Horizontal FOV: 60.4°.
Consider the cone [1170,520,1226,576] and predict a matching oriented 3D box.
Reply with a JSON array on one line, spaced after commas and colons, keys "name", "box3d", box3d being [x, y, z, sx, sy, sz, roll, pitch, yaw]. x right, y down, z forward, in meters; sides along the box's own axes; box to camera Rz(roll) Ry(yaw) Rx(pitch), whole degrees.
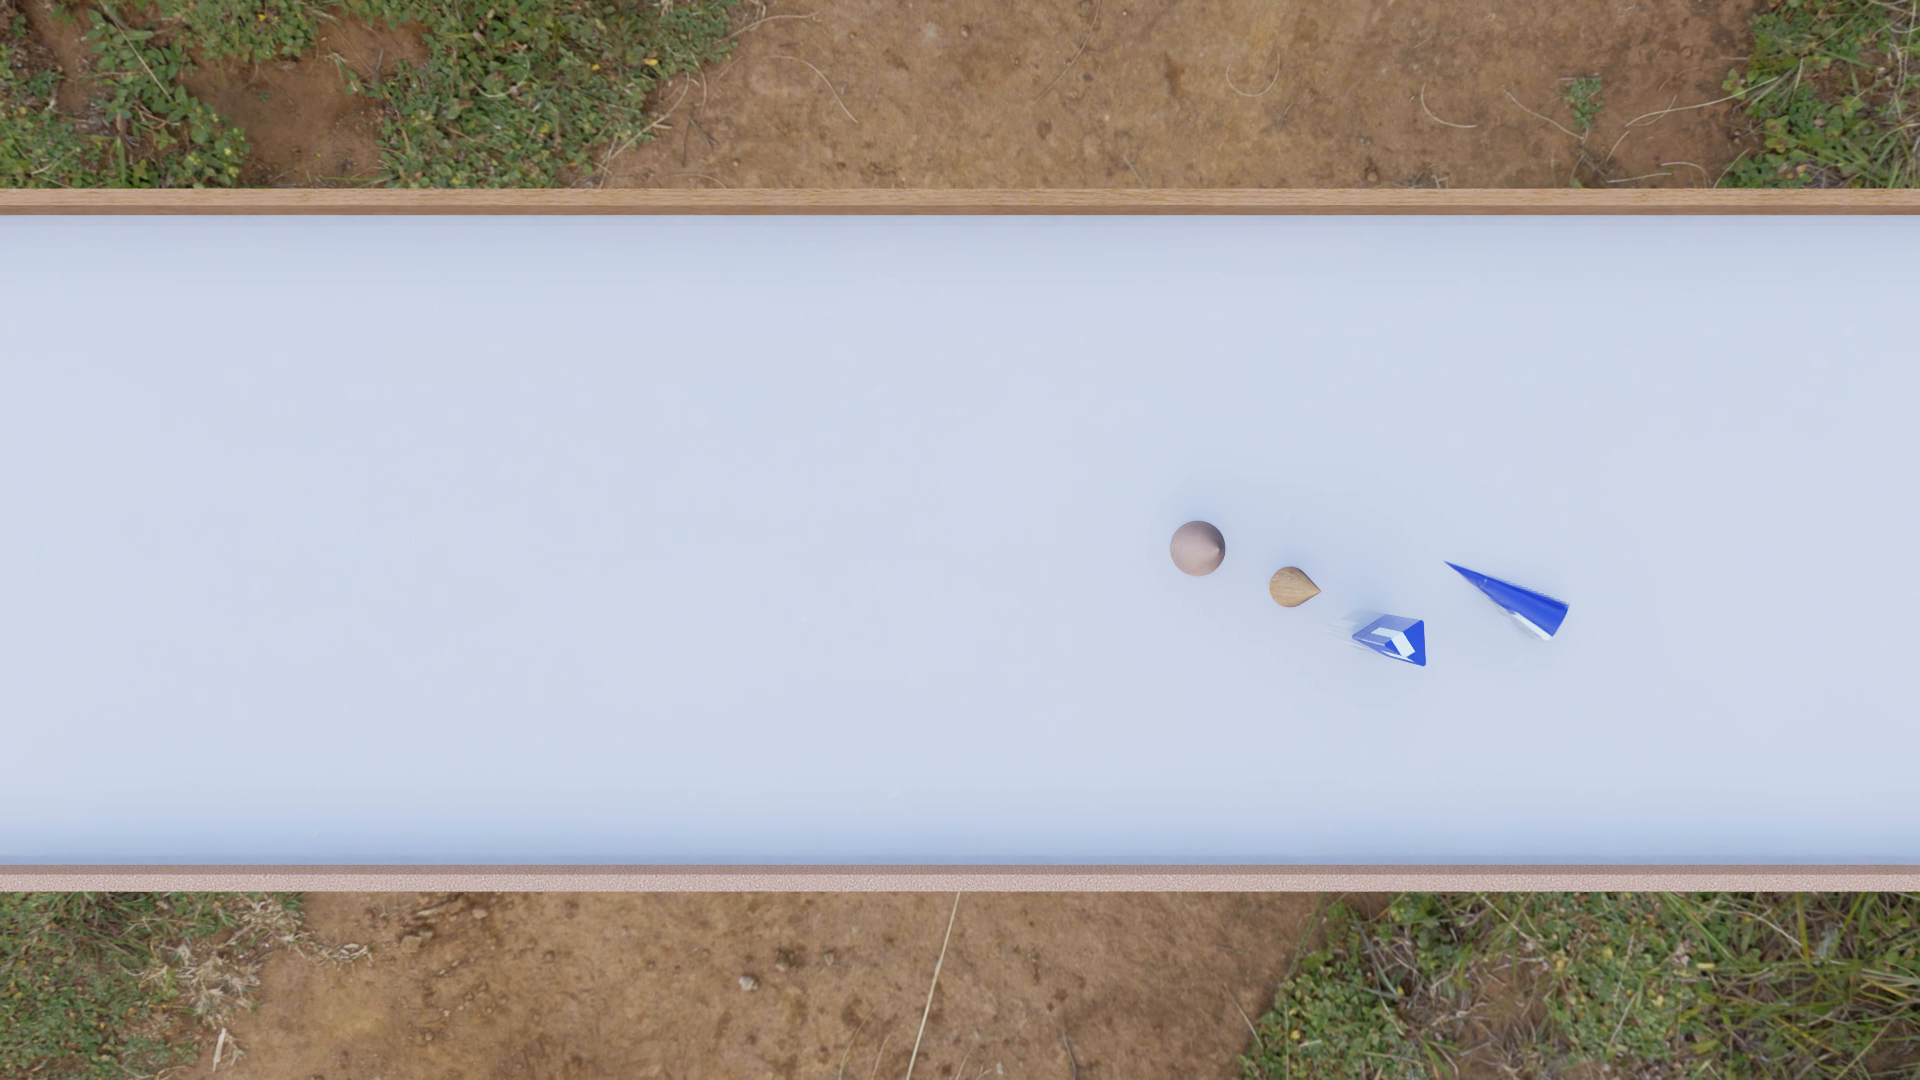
[{"name": "cone", "box3d": [0.732, 0.026, 4.862, 0.172, 0.429, 0.172, 0, 90, 0]}]

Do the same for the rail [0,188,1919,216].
[{"name": "rail", "box3d": [-2.247, -1.025, 5.002, 12.000, 0.150, 0.050, 0, 90, 0]}]

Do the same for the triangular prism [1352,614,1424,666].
[{"name": "triangular prism", "box3d": [1.289, 0.278, 4.881, 0.129, 0.392, 0.112, 27, 90, 0]}]

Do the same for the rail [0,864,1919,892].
[{"name": "rail", "box3d": [-2.247, 1.025, 5.001, 12.000, 0.150, 0.050, 0, 90, 0]}]

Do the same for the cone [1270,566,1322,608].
[{"name": "cone", "box3d": [1.015, 0.145, 4.852, 0.126, 0.449, 0.126, 0, 90, 0]}]

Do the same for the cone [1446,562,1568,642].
[{"name": "cone", "box3d": [1.651, 0.158, 5.044, 0.384, 0.129, 0.129, 30, 90, 10]}]
